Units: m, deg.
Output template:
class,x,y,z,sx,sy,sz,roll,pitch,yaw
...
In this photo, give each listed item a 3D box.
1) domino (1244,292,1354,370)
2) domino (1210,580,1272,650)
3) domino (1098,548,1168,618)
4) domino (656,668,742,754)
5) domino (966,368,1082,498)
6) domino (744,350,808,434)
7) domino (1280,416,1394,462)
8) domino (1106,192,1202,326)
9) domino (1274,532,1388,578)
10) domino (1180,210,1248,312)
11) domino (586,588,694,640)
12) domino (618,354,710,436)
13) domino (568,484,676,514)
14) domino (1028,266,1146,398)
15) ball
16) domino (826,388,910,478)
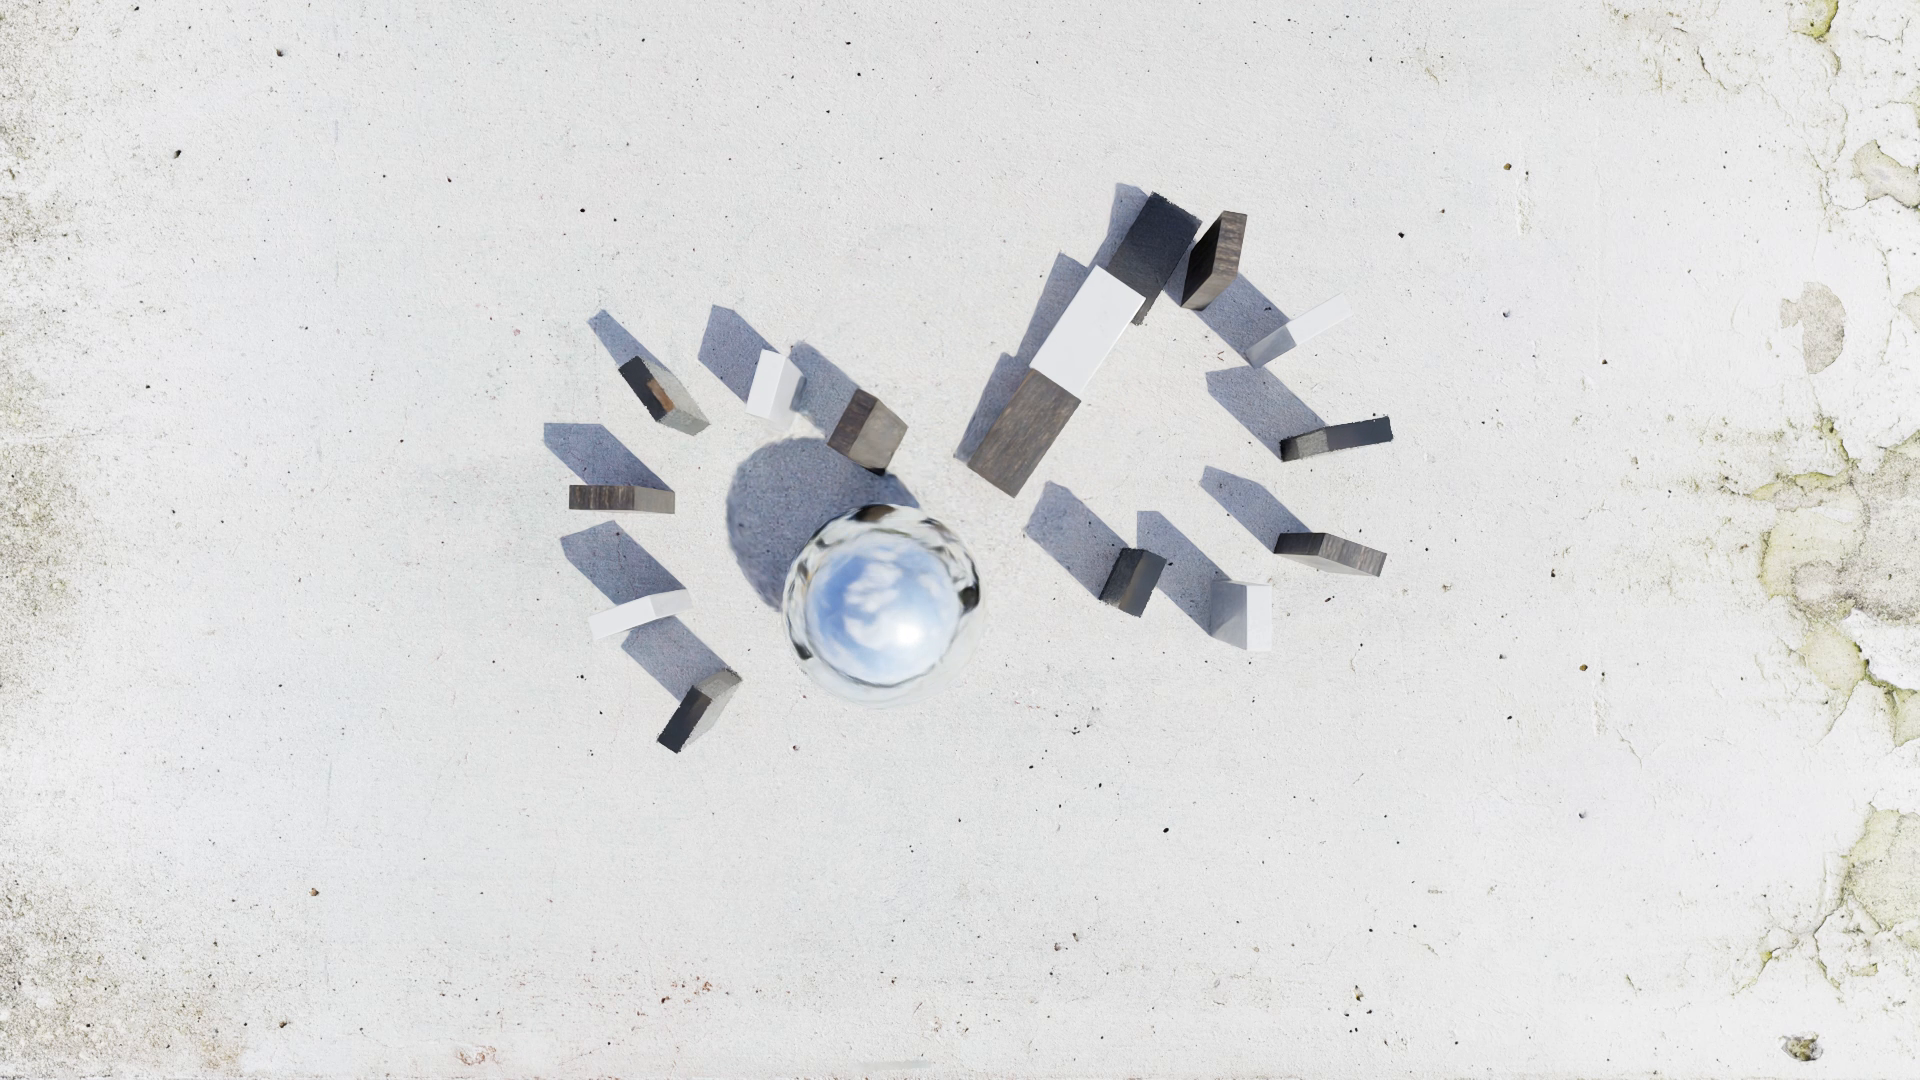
class,x,y,z,sx,sy,sz,roll,pitch,yaw
domino,0.137,-0.085,0.375,0.025,0.050,0.009,-30,90,0
domino,0.114,0.030,0.375,0.009,0.050,0.025,0,90,0
domino,0.070,0.017,0.375,0.010,0.050,0.025,25,90,0
domino,-0.105,0.069,0.375,0.009,0.050,0.025,33,90,0
domino,0.027,-0.045,0.391,0.025,0.009,0.050,34,101,0
domino,-0.074,-0.060,0.375,0.009,0.050,0.025,16,90,0
domino,0.152,-0.041,0.375,0.025,0.050,0.010,-9,90,0
domino,0.080,-0.121,0.395,0.025,0.009,0.050,31,90,0
domino,0.150,0.006,0.375,0.025,0.050,0.009,19,90,0
domino,0.103,-0.113,0.375,0.010,0.050,0.025,10,90,0
domino,-0.129,0.030,0.375,0.025,0.050,0.010,-19,90,0
domino,-0.120,-0.058,0.375,0.009,0.050,0.025,-36,90,0
domino,-0.137,-0.016,0.375,0.025,0.050,0.009,1,90,0
domino,0.054,-0.088,0.390,0.025,0.009,0.050,34,103,0
ball,-0.029,0.026,0.360,0.080,0.080,0.080,0,90,0
domino,-0.037,-0.043,0.375,0.009,0.050,0.025,29,90,12
